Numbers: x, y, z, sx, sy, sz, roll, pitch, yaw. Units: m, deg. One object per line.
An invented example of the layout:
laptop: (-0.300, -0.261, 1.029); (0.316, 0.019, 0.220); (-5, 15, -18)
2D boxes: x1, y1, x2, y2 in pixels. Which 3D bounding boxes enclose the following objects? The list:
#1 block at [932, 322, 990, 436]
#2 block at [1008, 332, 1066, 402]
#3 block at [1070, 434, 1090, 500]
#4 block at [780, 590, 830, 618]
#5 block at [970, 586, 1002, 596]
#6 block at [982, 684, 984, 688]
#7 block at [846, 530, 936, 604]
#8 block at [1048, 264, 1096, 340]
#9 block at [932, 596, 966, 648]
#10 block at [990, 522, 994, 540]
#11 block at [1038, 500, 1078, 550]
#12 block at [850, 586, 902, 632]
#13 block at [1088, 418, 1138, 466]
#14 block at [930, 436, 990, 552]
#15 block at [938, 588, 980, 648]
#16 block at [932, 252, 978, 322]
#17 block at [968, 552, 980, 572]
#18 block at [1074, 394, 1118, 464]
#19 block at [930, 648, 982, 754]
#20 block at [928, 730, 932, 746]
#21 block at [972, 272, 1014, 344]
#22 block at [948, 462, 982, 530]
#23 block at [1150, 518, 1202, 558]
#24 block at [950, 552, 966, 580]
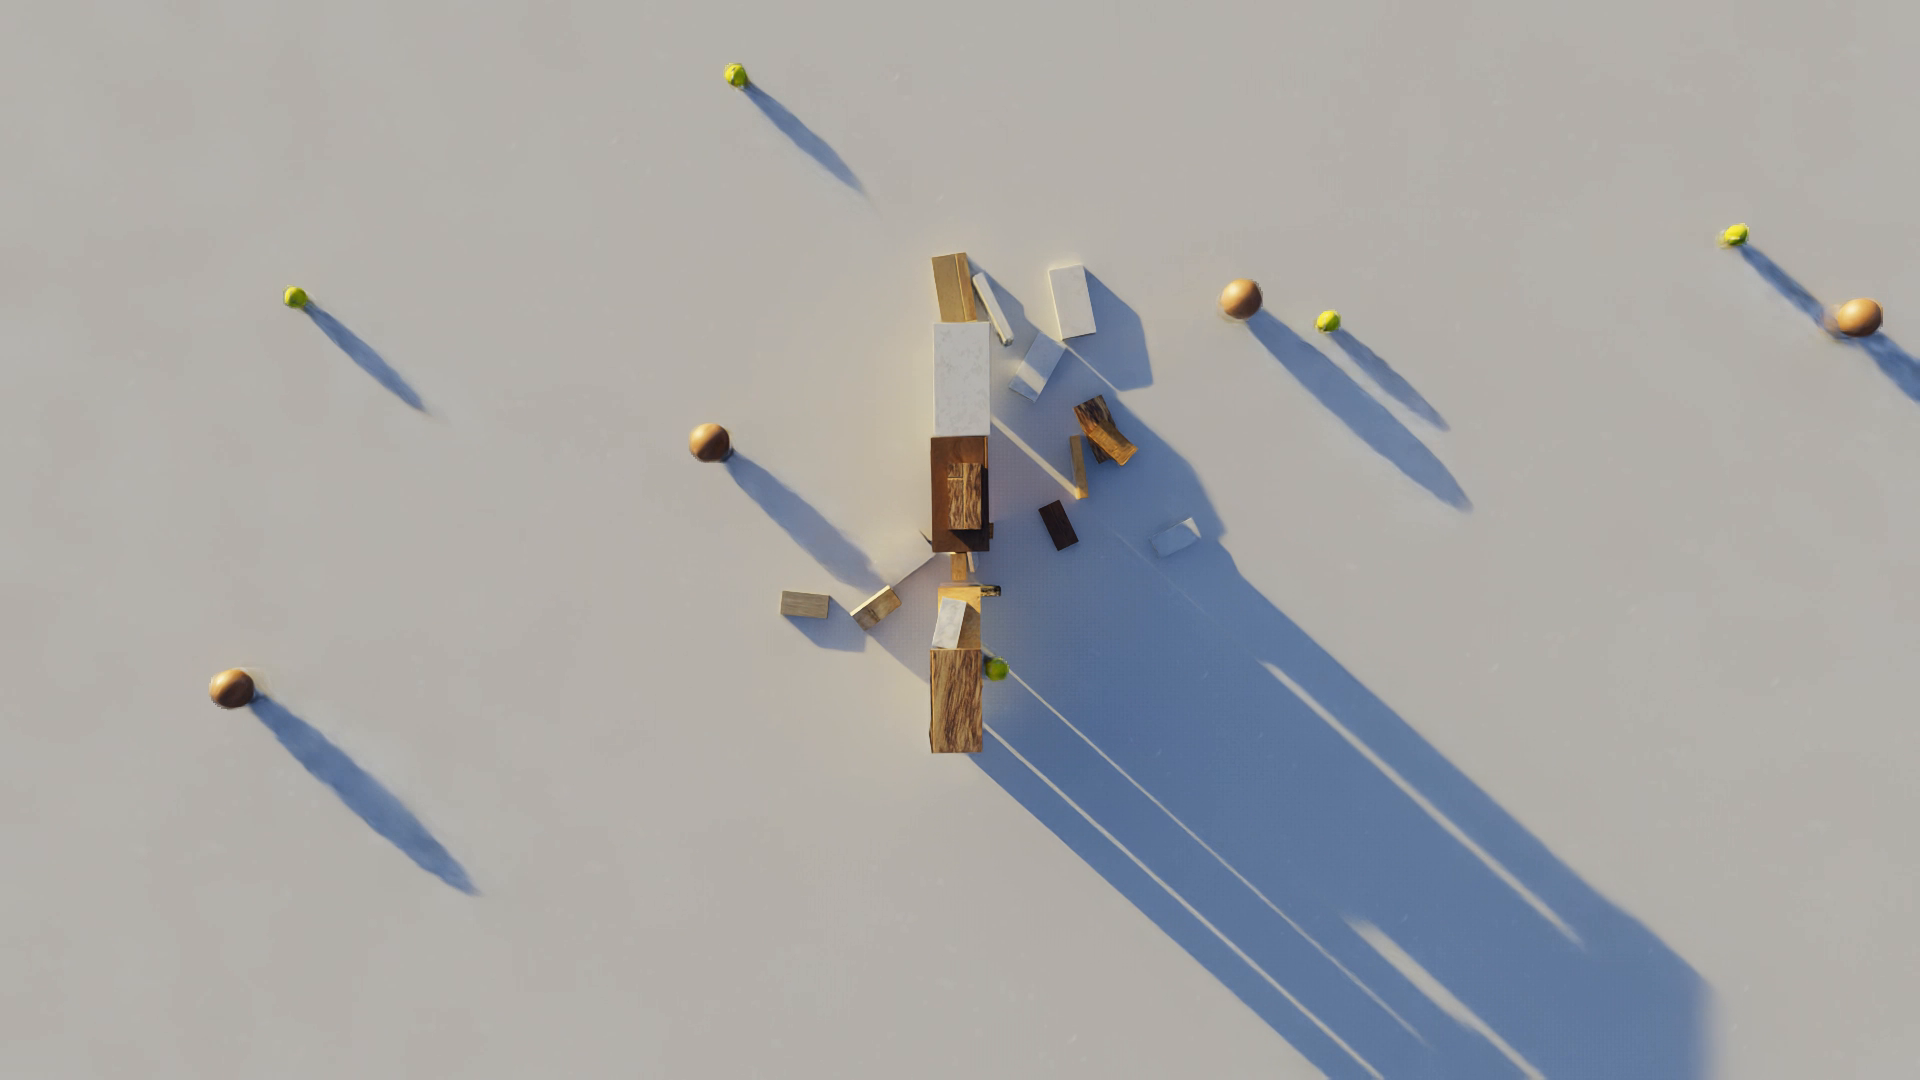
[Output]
block: (0.005, -0.499, 5.127); (0.174, 0.049, 0.348); (-1, 90, 0)
block: (0.258, -0.576, 5.485); (0.103, 0.029, 0.213); (29, 90, 0)
block: (0.393, -0.240, 5.448); (0.029, 0.103, 0.206); (-9, 90, 0)
block: (-0.516, 0.215, 5.489); (0.156, 0.022, 0.078); (6, 90, 0)
block: (0.081, 0.167, 5.398); (0.102, 0.203, 0.029); (0, 90, 0)
block: (-0.009, 0.421, 5.042); (0.152, 0.303, 0.043); (25, 91, 0)
block: (-0.229, 0.096, 5.486); (0.302, 0.029, 0.102); (-37, 90, 0)
block: (0.373, -0.792, 5.483); (0.117, 0.033, 0.233); (-12, 90, 0)
block: (-0.034, 0.262, 5.182); (0.078, 0.022, 0.156); (12, 90, 0)
block: (0.016, -0.032, 5.323); (0.177, 0.355, 0.050); (2, 90, 0)
block: (0.328, -0.049, 5.489); (0.077, 0.022, 0.154); (-25, 90, 0)
block: (-0.278, 0.228, 5.472); (0.156, 0.022, 0.078); (-36, 118, 0)
block: (0.505, -0.324, 5.460); (0.154, 0.022, 0.077); (42, 90, 0)
block: (0.000, -0.140, 5.120); (0.177, 0.050, 0.355); (-1, 90, 0)
block: (-0.002, 0.284, 5.212); (0.134, 0.038, 0.268); (0, 90, 0)
block: (-0.019, -0.831, 5.483); (0.117, 0.033, 0.233); (-9, 90, 0)
block: (0.042, 0.051, 5.452); (0.014, 0.050, 0.101); (2, 123, 21)
block: (0.466, -0.368, 5.485); (0.103, 0.029, 0.206); (-25, 90, 0)
block: (-0.011, 0.474, 4.869); (0.152, 0.043, 0.303); (-1, 90, 0)
block: (-0.015, 0.580, 5.055); (0.152, 0.329, 0.043); (-9, 90, 0)
block: (0.110, -0.763, 5.442); (0.033, 0.117, 0.233); (-27, 90, 0)
block: (0.014, -0.135, 5.081); (0.102, 0.029, 0.203); (0, 90, 0)
block: (0.719, -0.006, 5.489); (0.154, 0.022, 0.077); (-25, 90, 0)
block: (-0.005, 0.086, 5.471); (0.050, 0.014, 0.101); (-2, 117, 0)
